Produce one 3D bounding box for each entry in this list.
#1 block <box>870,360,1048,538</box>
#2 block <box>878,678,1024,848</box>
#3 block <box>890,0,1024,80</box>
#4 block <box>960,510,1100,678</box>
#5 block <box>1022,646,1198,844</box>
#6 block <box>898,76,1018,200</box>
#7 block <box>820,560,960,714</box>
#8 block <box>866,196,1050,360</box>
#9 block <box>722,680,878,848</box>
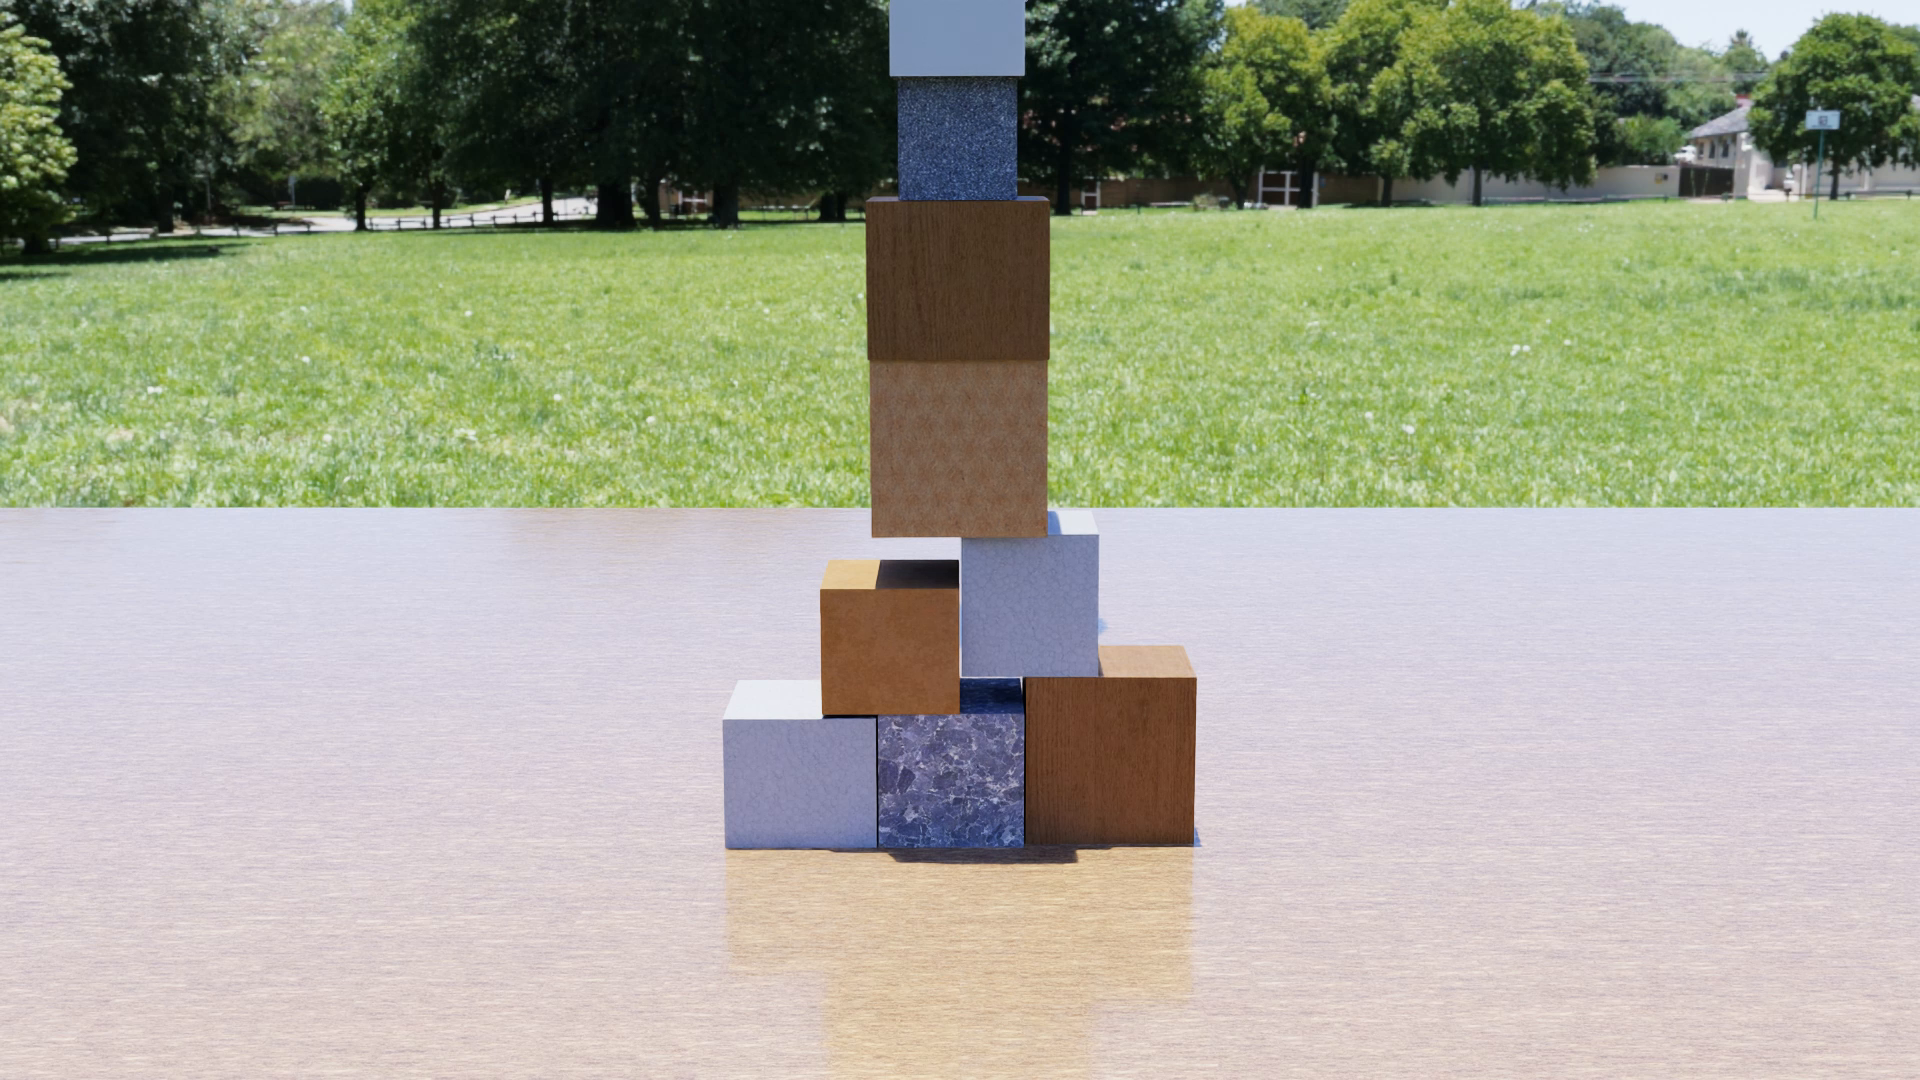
[{"bbox_3d":[-0.005,-0.514,11.086,0.862,0.873,0.819,0,10,0],"label":"block"},{"bbox_3d":[-0.044,1.139,11.373,0.729,0.691,0.758,0,10,0],"label":"block"},{"bbox_3d":[-0.014,-2.587,10.701,0.639,0.663,0.718,0,10,0],"label":"block"},{"bbox_3d":[0.347,0.265,11.249,0.681,0.722,0.700,0,10,0],"label":"block"},{"bbox_3d":[0.756,1.047,11.387,0.852,0.866,0.705,0,10,0],"label":"block"},{"bbox_3d":[-0.011,-1.974,10.815,0.571,0.584,0.565,0,10,0],"label":"block"},{"bbox_3d":[-0.346,0.485,11.258,0.687,0.637,0.773,0,10,0],"label":"block"},{"bbox_3d":[-0.009,-1.316,10.943,0.879,0.756,0.873,0,10,0],"label":"block"},{"bbox_3d":[-0.800,1.147,11.392,0.764,0.667,0.803,0,10,0],"label":"block"}]
